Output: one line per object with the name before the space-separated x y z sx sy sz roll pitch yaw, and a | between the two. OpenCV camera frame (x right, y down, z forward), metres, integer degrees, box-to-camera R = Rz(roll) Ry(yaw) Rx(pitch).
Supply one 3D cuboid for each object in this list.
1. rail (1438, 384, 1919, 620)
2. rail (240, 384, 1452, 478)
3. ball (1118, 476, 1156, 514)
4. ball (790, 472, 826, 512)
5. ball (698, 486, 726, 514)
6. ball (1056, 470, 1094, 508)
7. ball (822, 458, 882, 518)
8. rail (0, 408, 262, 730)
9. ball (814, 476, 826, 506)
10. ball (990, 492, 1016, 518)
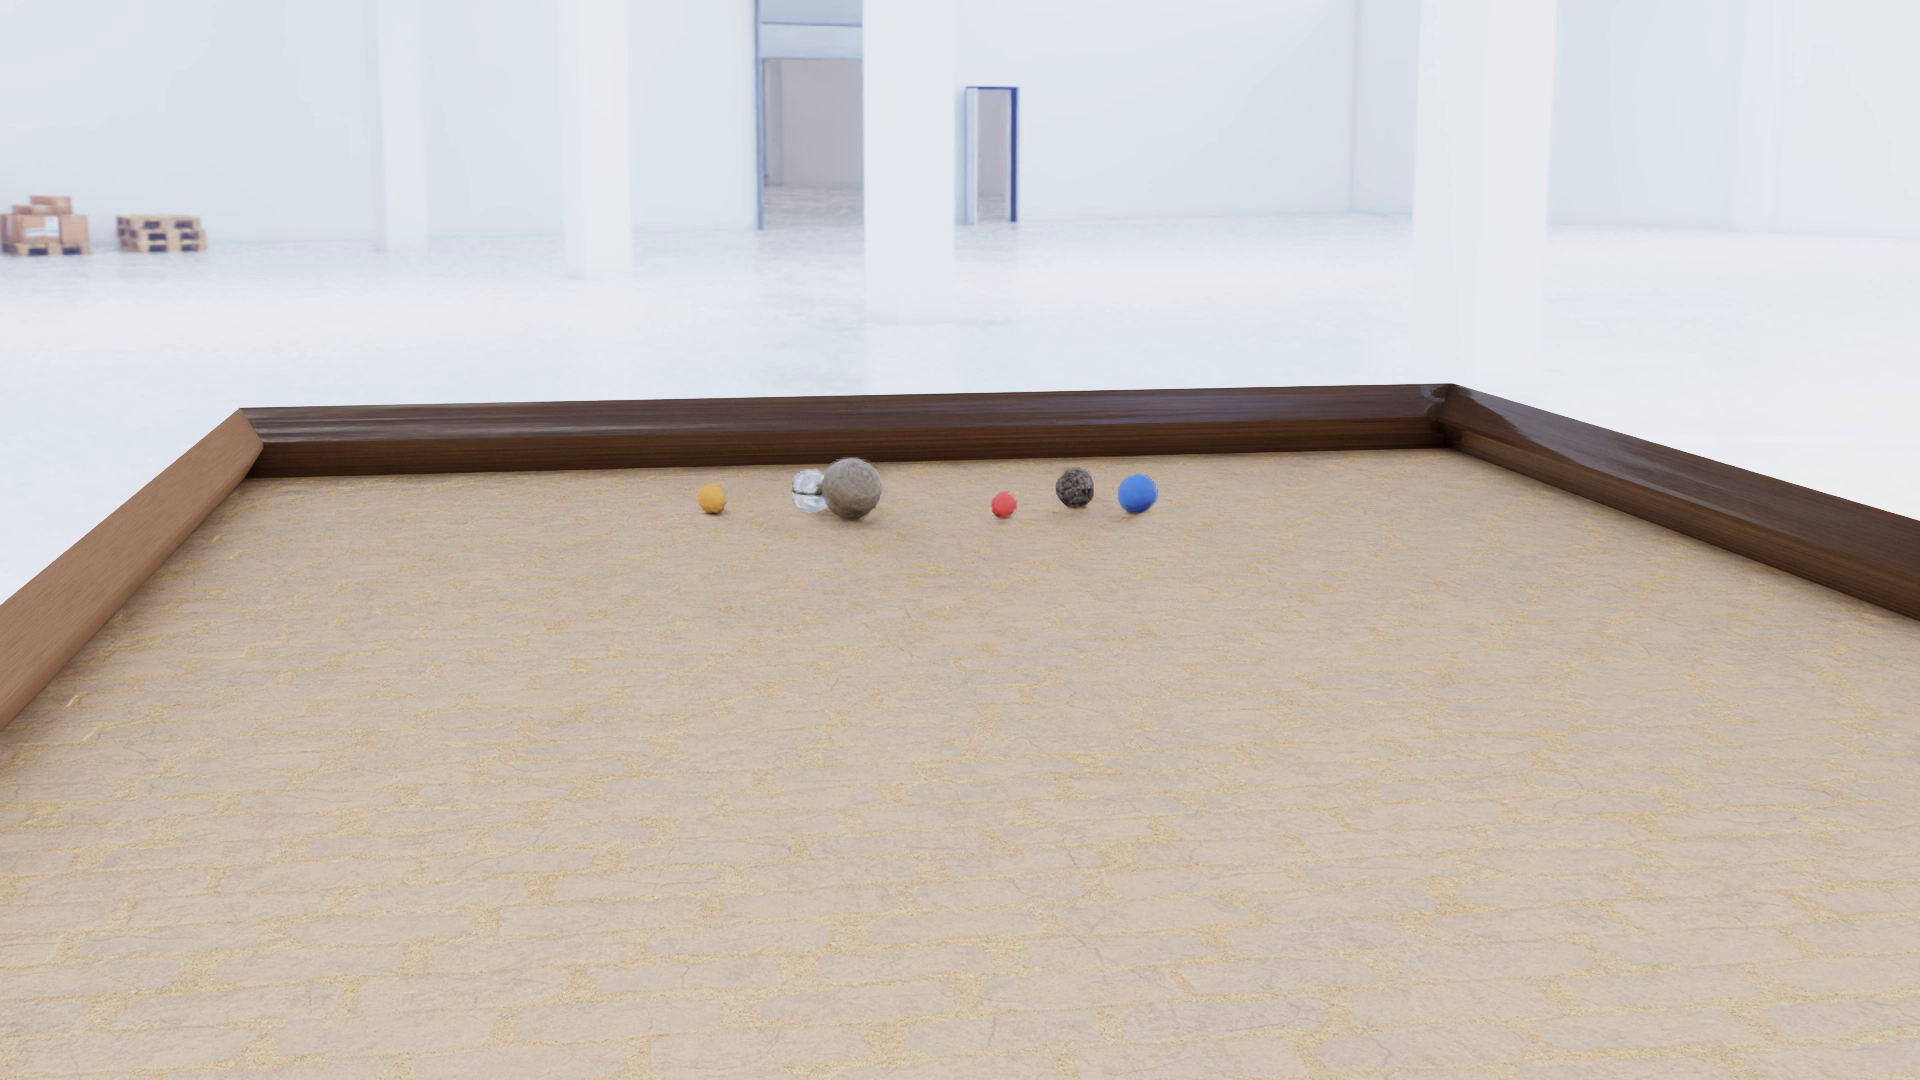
rail | 1.286 0.111 2.473 0.045 0.128 3.940 -2 11 -9
rail | -0.161 -0.208 4.172 2.323 0.128 0.045 -2 11 -9
ball | 0.292 -0.076 3.647 0.063 0.063 0.063 0 11 0
ball | -0.247 -0.080 3.652 0.069 0.069 0.069 0 11 0
ball | -0.411 -0.067 3.648 0.046 0.046 0.046 0 11 0
ball | 0.194 -0.087 3.702 0.065 0.065 0.065 0 11 0
ball | -0.177 -0.084 3.594 0.099 0.099 0.099 0 11 0
rail | -0.957 0.181 2.099 0.045 0.128 3.940 -2 11 -9
ball | -0.221 -0.084 3.715 0.054 0.054 0.054 0 11 0
ball | 0.071 -0.057 3.609 0.041 0.041 0.041 0 11 0
